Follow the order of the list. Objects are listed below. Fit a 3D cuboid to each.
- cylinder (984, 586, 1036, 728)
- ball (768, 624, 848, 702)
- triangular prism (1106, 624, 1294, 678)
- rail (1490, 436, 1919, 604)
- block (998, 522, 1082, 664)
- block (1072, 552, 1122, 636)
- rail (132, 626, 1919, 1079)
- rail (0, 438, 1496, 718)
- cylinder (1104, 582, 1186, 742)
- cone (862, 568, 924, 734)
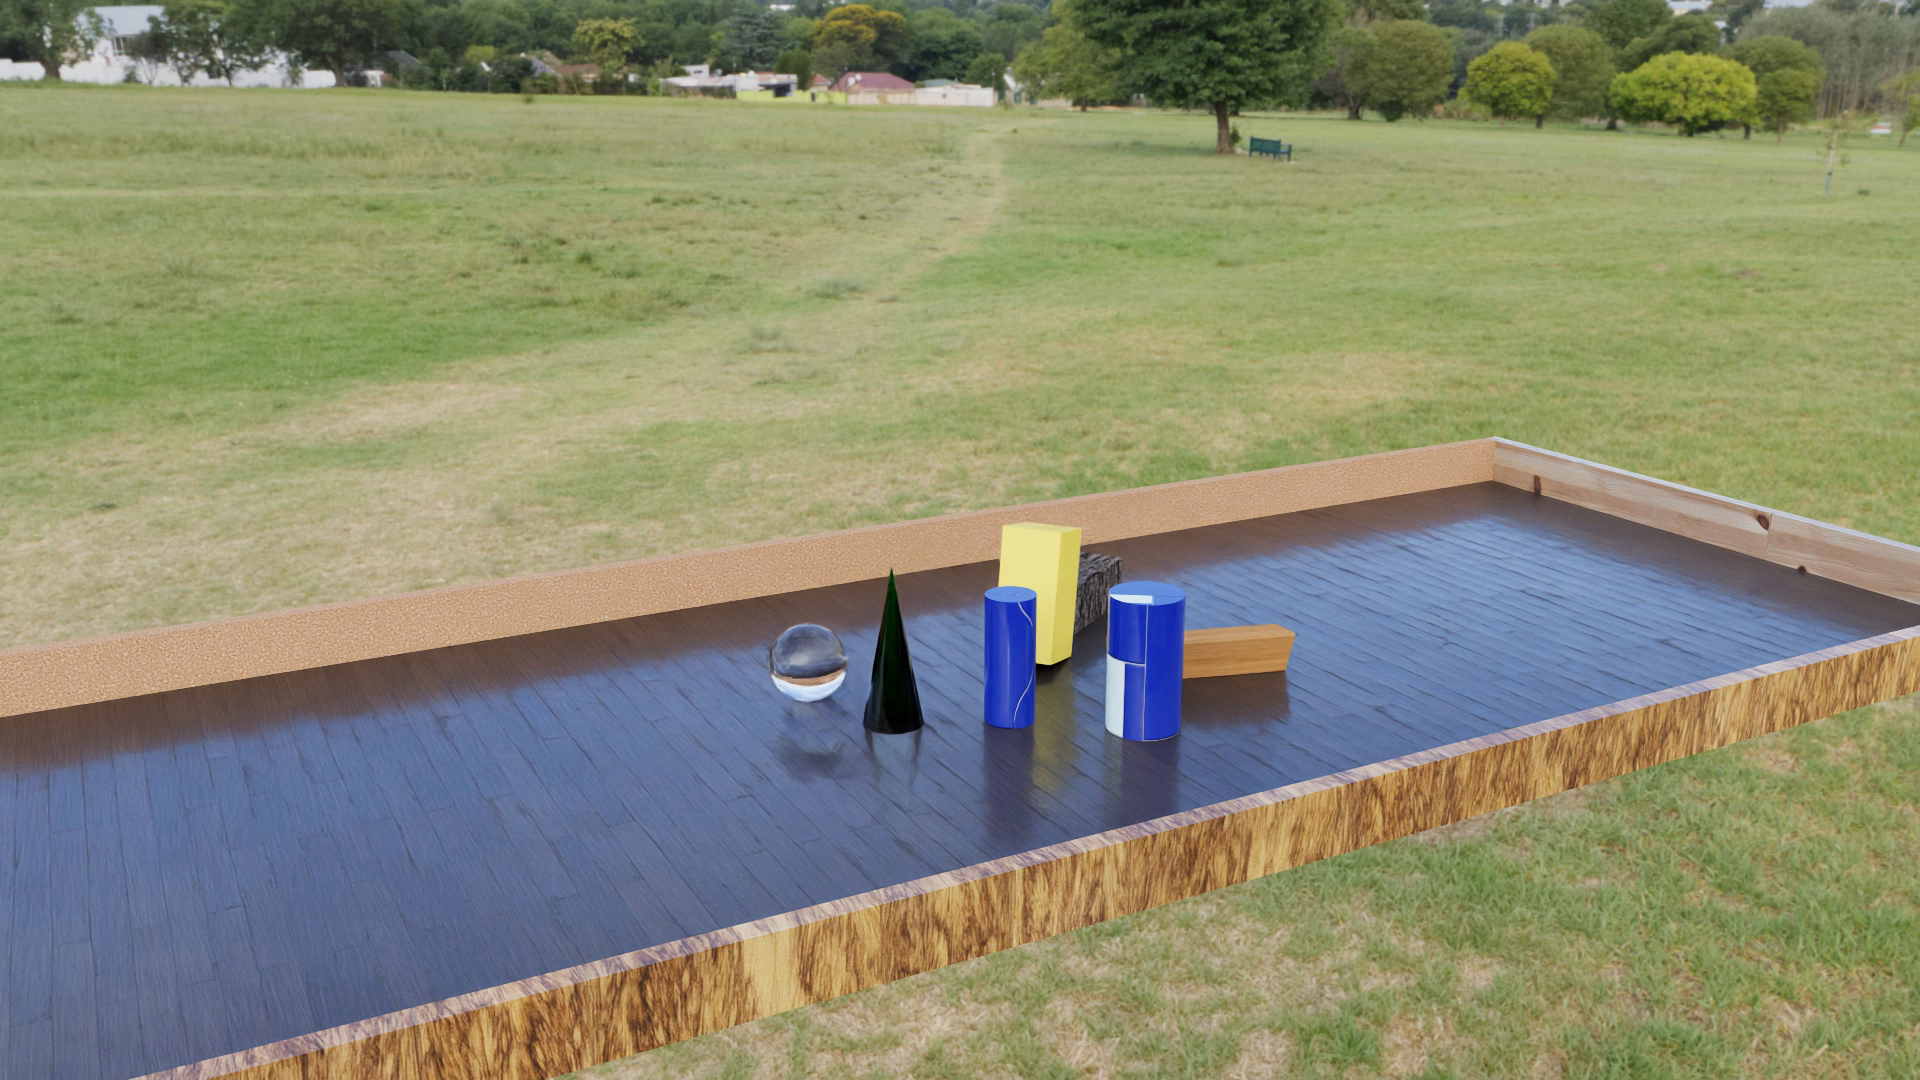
[{"bbox_3d":[0.118,0.275,3.867,0.121,0.312,0.121,0,16,0],"label":"cylinder"},{"bbox_3d":[-0.369,0.298,4.003,0.191,0.191,0.191,0,16,0],"label":"ball"},{"bbox_3d":[0.608,0.270,4.146,0.458,0.124,0.108,-4,-21,-12],"label":"triangular prism"},{"bbox_3d":[2.466,-0.048,5.253,0.050,0.150,2.100,-9,18,-27],"label":"rail"},{"bbox_3d":[0.201,0.134,4.257,0.157,0.338,0.157,7,7,23],"label":"block"},{"bbox_3d":[0.323,0.148,4.618,0.131,0.131,0.354,9,18,27],"label":"block"},{"bbox_3d":[-2.336,1.006,1.665,12.000,0.150,0.050,-9,18,-27],"label":"rail"},{"bbox_3d":[-3.305,0.497,3.399,12.000,0.150,0.050,-9,18,-27],"label":"rail"},{"bbox_3d":[0.429,0.279,3.822,0.177,0.329,0.177,0,16,0],"label":"cylinder"},{"bbox_3d":[-0.157,0.245,3.836,0.144,0.387,0.144,0,16,0],"label":"cone"}]
